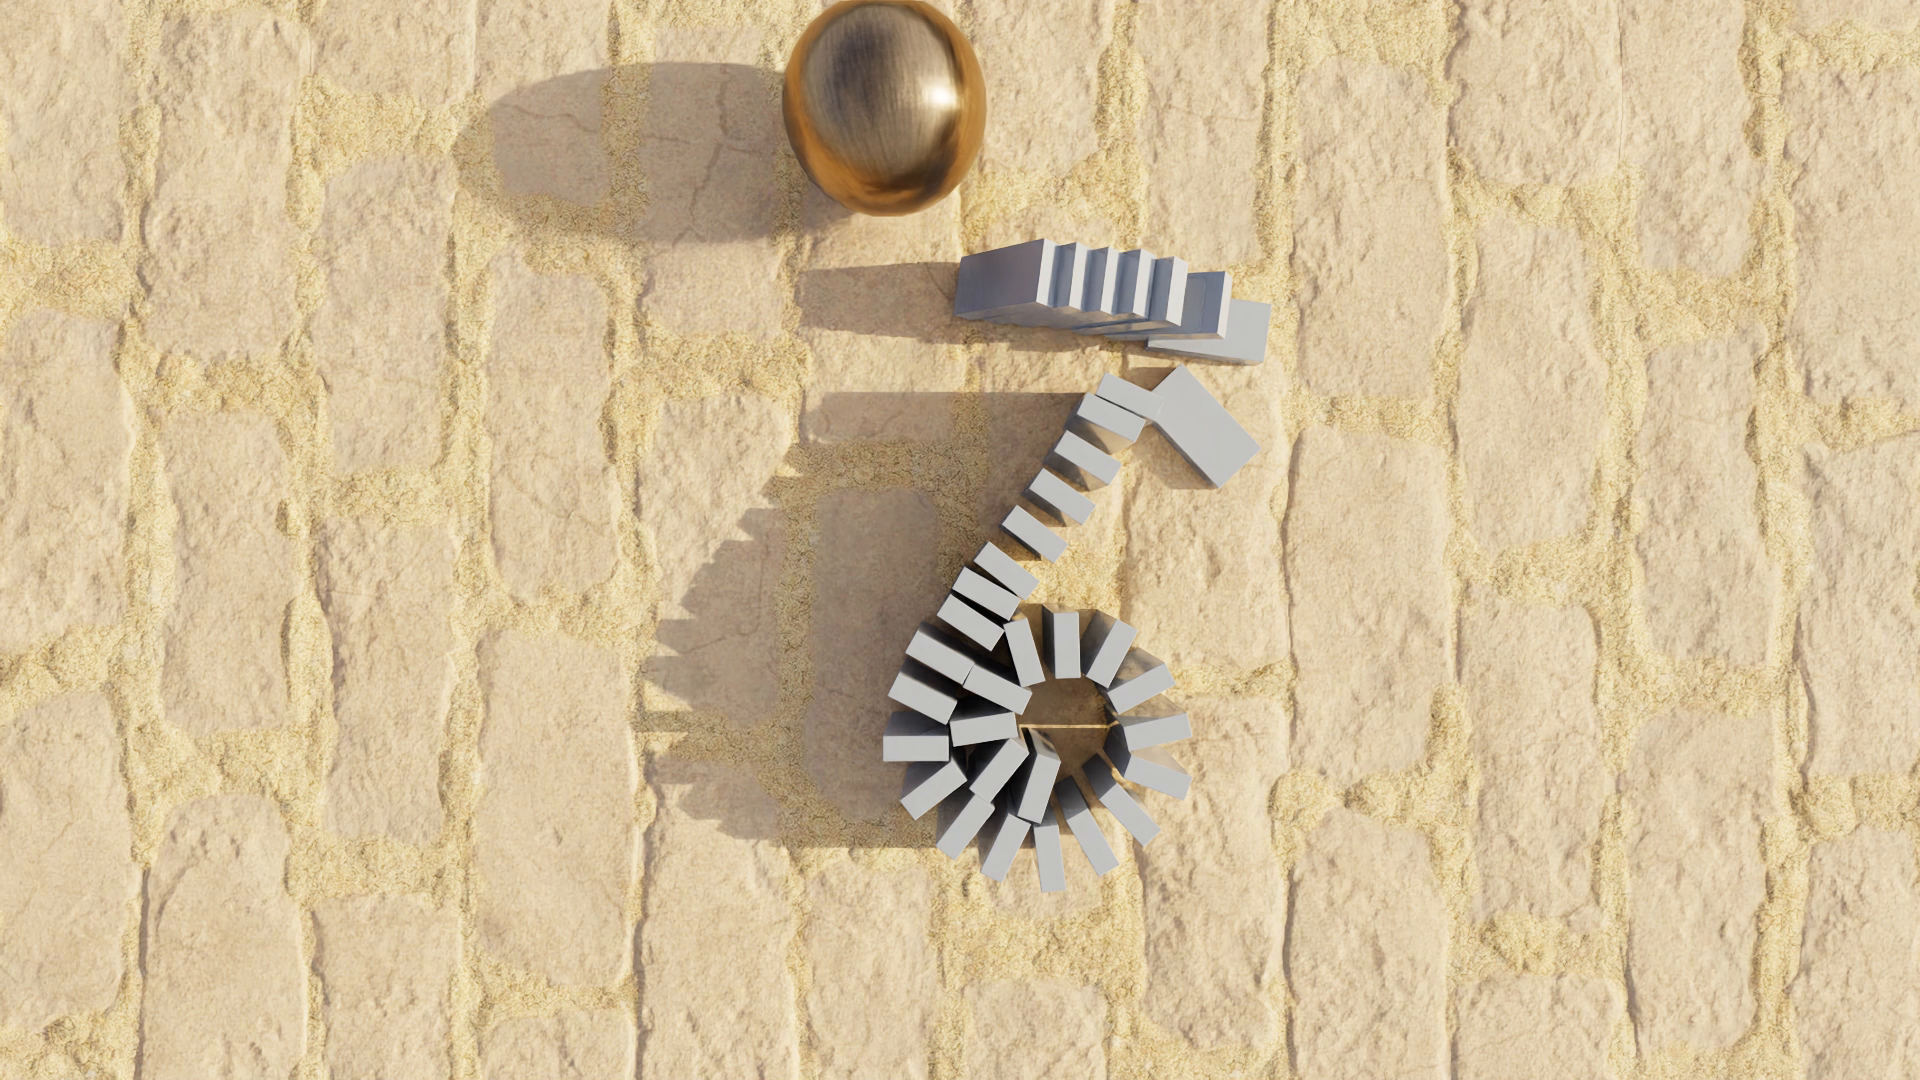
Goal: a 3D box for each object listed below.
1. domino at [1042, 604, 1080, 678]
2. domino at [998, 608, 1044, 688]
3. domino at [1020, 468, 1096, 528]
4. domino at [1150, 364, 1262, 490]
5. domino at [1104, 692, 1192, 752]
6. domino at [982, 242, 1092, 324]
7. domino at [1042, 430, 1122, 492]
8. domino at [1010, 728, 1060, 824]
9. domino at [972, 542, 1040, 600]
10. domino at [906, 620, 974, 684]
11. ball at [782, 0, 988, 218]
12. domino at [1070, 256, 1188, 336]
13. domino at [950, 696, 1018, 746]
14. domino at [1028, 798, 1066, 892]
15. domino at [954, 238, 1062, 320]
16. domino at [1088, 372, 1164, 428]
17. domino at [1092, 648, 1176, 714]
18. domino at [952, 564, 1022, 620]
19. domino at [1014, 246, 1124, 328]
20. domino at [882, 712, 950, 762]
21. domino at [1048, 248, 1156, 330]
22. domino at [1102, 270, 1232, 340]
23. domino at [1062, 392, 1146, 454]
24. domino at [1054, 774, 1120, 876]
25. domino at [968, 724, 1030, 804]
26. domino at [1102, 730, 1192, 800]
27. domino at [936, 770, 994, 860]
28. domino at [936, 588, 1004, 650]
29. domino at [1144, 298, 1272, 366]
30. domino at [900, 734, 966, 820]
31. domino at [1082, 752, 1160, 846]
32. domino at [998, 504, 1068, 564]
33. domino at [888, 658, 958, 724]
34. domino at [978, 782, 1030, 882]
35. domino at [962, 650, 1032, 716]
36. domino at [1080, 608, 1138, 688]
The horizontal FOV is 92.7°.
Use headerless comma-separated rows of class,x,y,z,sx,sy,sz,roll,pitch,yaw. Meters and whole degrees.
domino,0.041,0.040,0.375,0.010,0.050,0.025,-2,90,0
domino,0.024,0.043,0.375,0.009,0.050,0.025,-16,90,0
domino,0.039,-0.017,0.375,0.025,0.050,0.010,35,90,0
domino,0.103,-0.049,0.395,0.025,0.009,0.050,-43,90,0
domino,0.076,0.073,0.375,0.025,0.050,0.009,-13,90,0
domino,0.031,-0.105,0.378,0.010,0.050,0.025,8,89,-41
domino,0.049,-0.031,0.375,0.025,0.050,0.009,31,90,0
domino,0.030,0.095,0.375,0.010,0.050,0.025,18,90,0
domino,0.018,0.012,0.375,0.025,0.050,0.010,38,90,0
domino,-0.008,0.045,0.375,0.025,0.050,0.009,29,90,0
ball,-0.029,-0.169,0.360,0.080,0.080,0.080,0,90,0
domino,0.069,-0.100,0.378,0.010,0.050,0.025,8,90,-42
domino,0.009,0.072,0.375,0.025,0.050,0.010,-9,90,0
domino,0.034,0.122,0.375,0.010,0.050,0.025,-7,90,0
domino,0.019,-0.107,0.378,0.009,0.050,0.025,8,90,-41
domino,0.065,-0.055,0.375,0.025,0.050,0.010,24,90,0
domino,0.069,0.057,0.375,0.025,0.050,0.009,-28,90,0
domino,0.010,0.021,0.375,0.025,0.050,0.010,29,90,0
domino,0.044,-0.103,0.378,0.009,0.050,0.025,8,90,-41
domino,-0.017,0.080,0.375,0.025,0.050,0.010,0,90,0
domino,0.056,-0.103,0.378,0.010,0.050,0.025,8,90,-41
domino,0.086,-0.097,0.382,0.050,0.010,0.025,7,90,34
domino,0.058,-0.047,0.375,0.025,0.050,0.009,26,90,0
domino,0.051,0.116,0.375,0.009,0.050,0.025,-30,90,0
domino,0.015,0.088,0.375,0.010,0.050,0.025,39,90,0
domino,0.076,0.091,0.375,0.025,0.050,0.010,20,90,0
domino,0.002,0.110,0.375,0.010,0.050,0.025,38,90,0
domino,0.004,0.032,0.375,0.025,0.050,0.009,34,90,0
domino,0.107,-0.092,0.395,0.050,0.010,0.025,8,90,0
domino,-0.010,0.096,0.375,0.025,0.050,0.010,-37,90,0
domino,0.065,0.105,0.375,0.009,0.050,0.025,-43,90,0
domino,0.029,-0.002,0.375,0.025,0.050,0.010,37,90,0
domino,-0.014,0.061,0.375,0.025,0.050,0.010,27,90,0
domino,0.017,0.118,0.375,0.009,0.050,0.025,26,90,0
domino,0.014,0.057,0.375,0.025,0.050,0.010,26,90,0
domino,0.058,0.043,0.375,0.010,0.050,0.025,28,90,0
